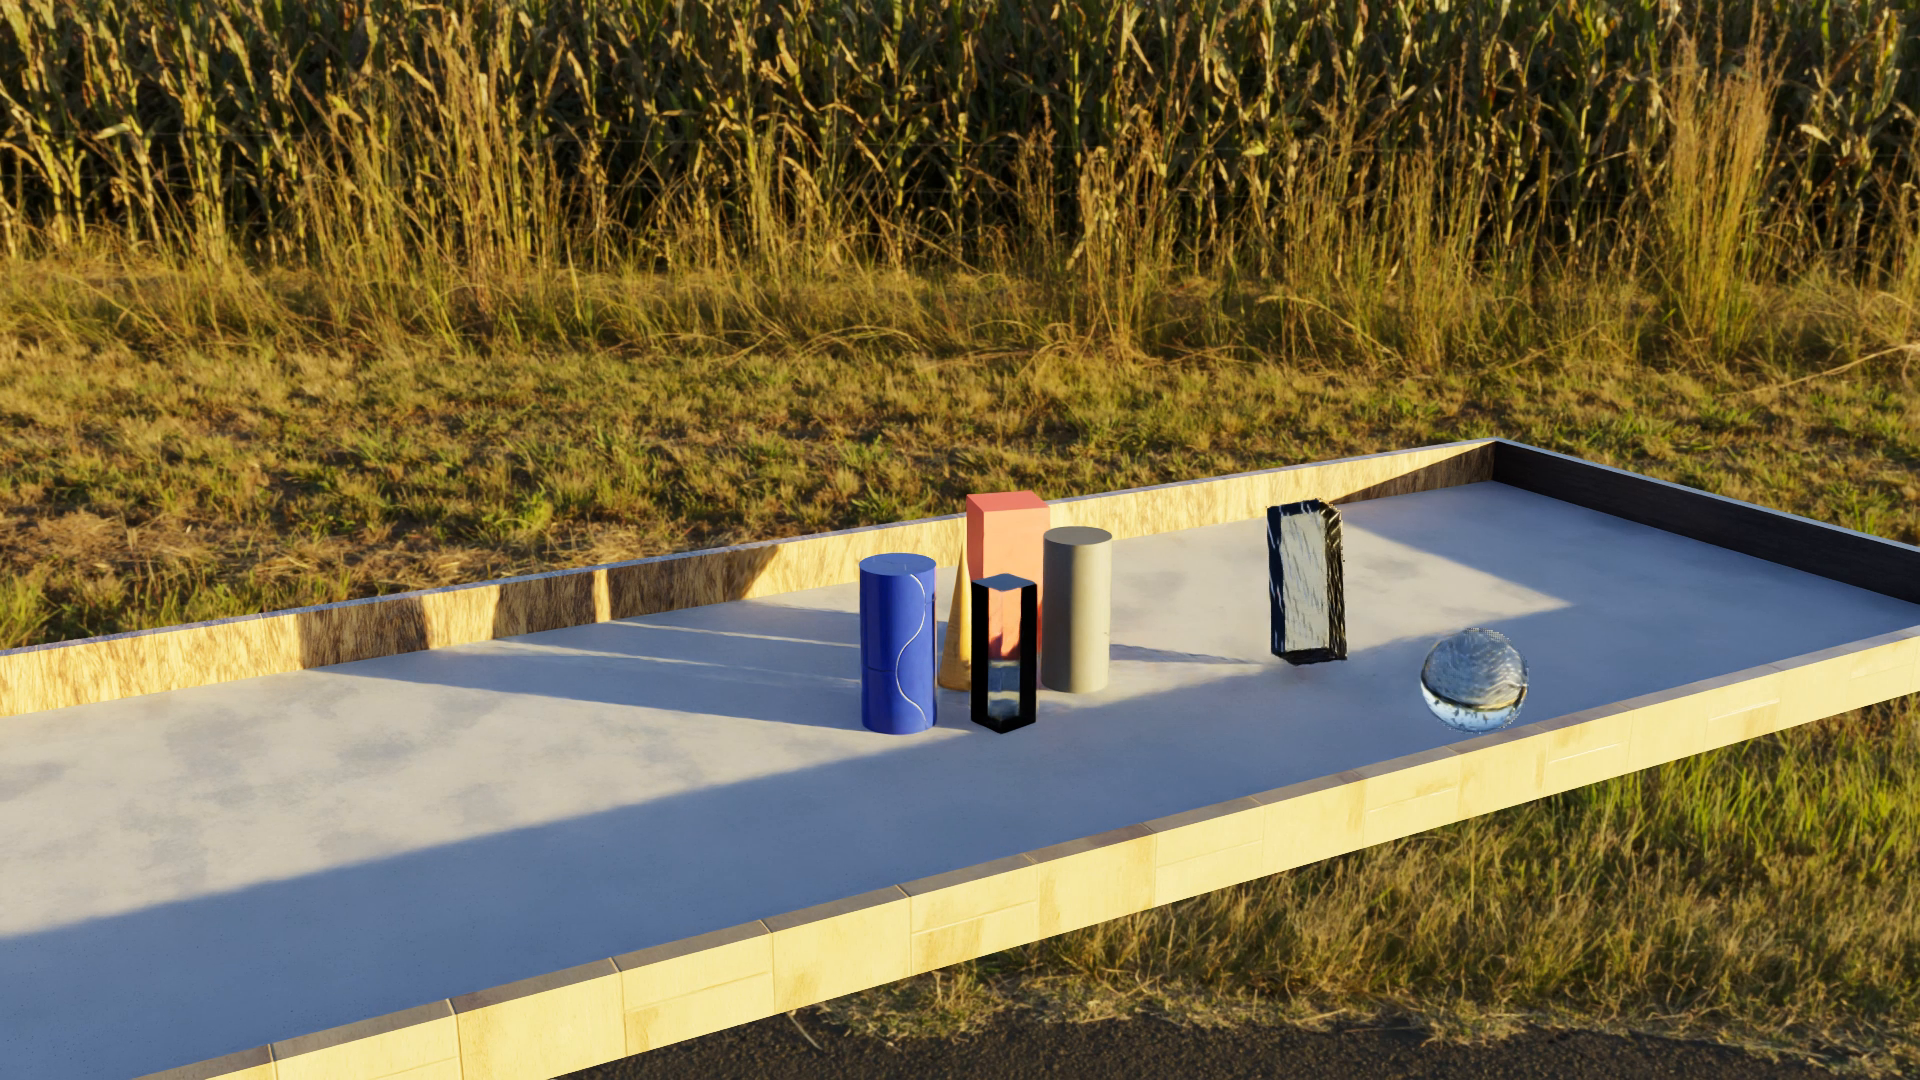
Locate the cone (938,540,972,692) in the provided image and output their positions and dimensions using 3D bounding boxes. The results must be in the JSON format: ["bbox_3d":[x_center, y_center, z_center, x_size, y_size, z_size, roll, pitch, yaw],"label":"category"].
[{"bbox_3d":[0.007,0.176,4.088,0.127,0.376,0.127,0,16,0],"label":"cone"}]

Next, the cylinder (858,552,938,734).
[{"bbox_3d":[-0.144,0.241,3.850,0.179,0.387,0.179,0,16,0],"label":"cylinder"}]

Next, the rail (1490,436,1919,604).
[{"bbox_3d":[2.466,-0.048,5.253,0.050,0.150,2.100,-9,18,-27],"label":"rail"}]

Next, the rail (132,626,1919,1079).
[{"bbox_3d":[-2.336,1.006,1.665,12.000,0.150,0.050,-9,18,-27],"label":"rail"}]

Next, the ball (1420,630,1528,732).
[{"bbox_3d":[1.135,0.312,3.641,0.226,0.226,0.226,0,16,0],"label":"ball"}]

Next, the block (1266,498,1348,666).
[{"bbox_3d":[0.886,0.109,4.220,0.142,0.389,0.142,-11,-22,32],"label":"block"}]

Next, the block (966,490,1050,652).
[{"bbox_3d":[0.125,0.087,4.364,0.178,0.393,0.178,-4,17,-14],"label":"block"}]

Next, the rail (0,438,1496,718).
[{"bbox_3d":[-3.305,0.497,3.399,12.000,0.150,0.050,-9,18,-27],"label":"rail"}]

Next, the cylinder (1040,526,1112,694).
[{"bbox_3d":[0.288,0.171,4.096,0.170,0.381,0.170,0,16,0],"label":"cylinder"}]

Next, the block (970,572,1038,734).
[{"bbox_3d":[0.102,0.263,3.848,0.109,0.345,0.109,-13,21,-38],"label":"block"}]
